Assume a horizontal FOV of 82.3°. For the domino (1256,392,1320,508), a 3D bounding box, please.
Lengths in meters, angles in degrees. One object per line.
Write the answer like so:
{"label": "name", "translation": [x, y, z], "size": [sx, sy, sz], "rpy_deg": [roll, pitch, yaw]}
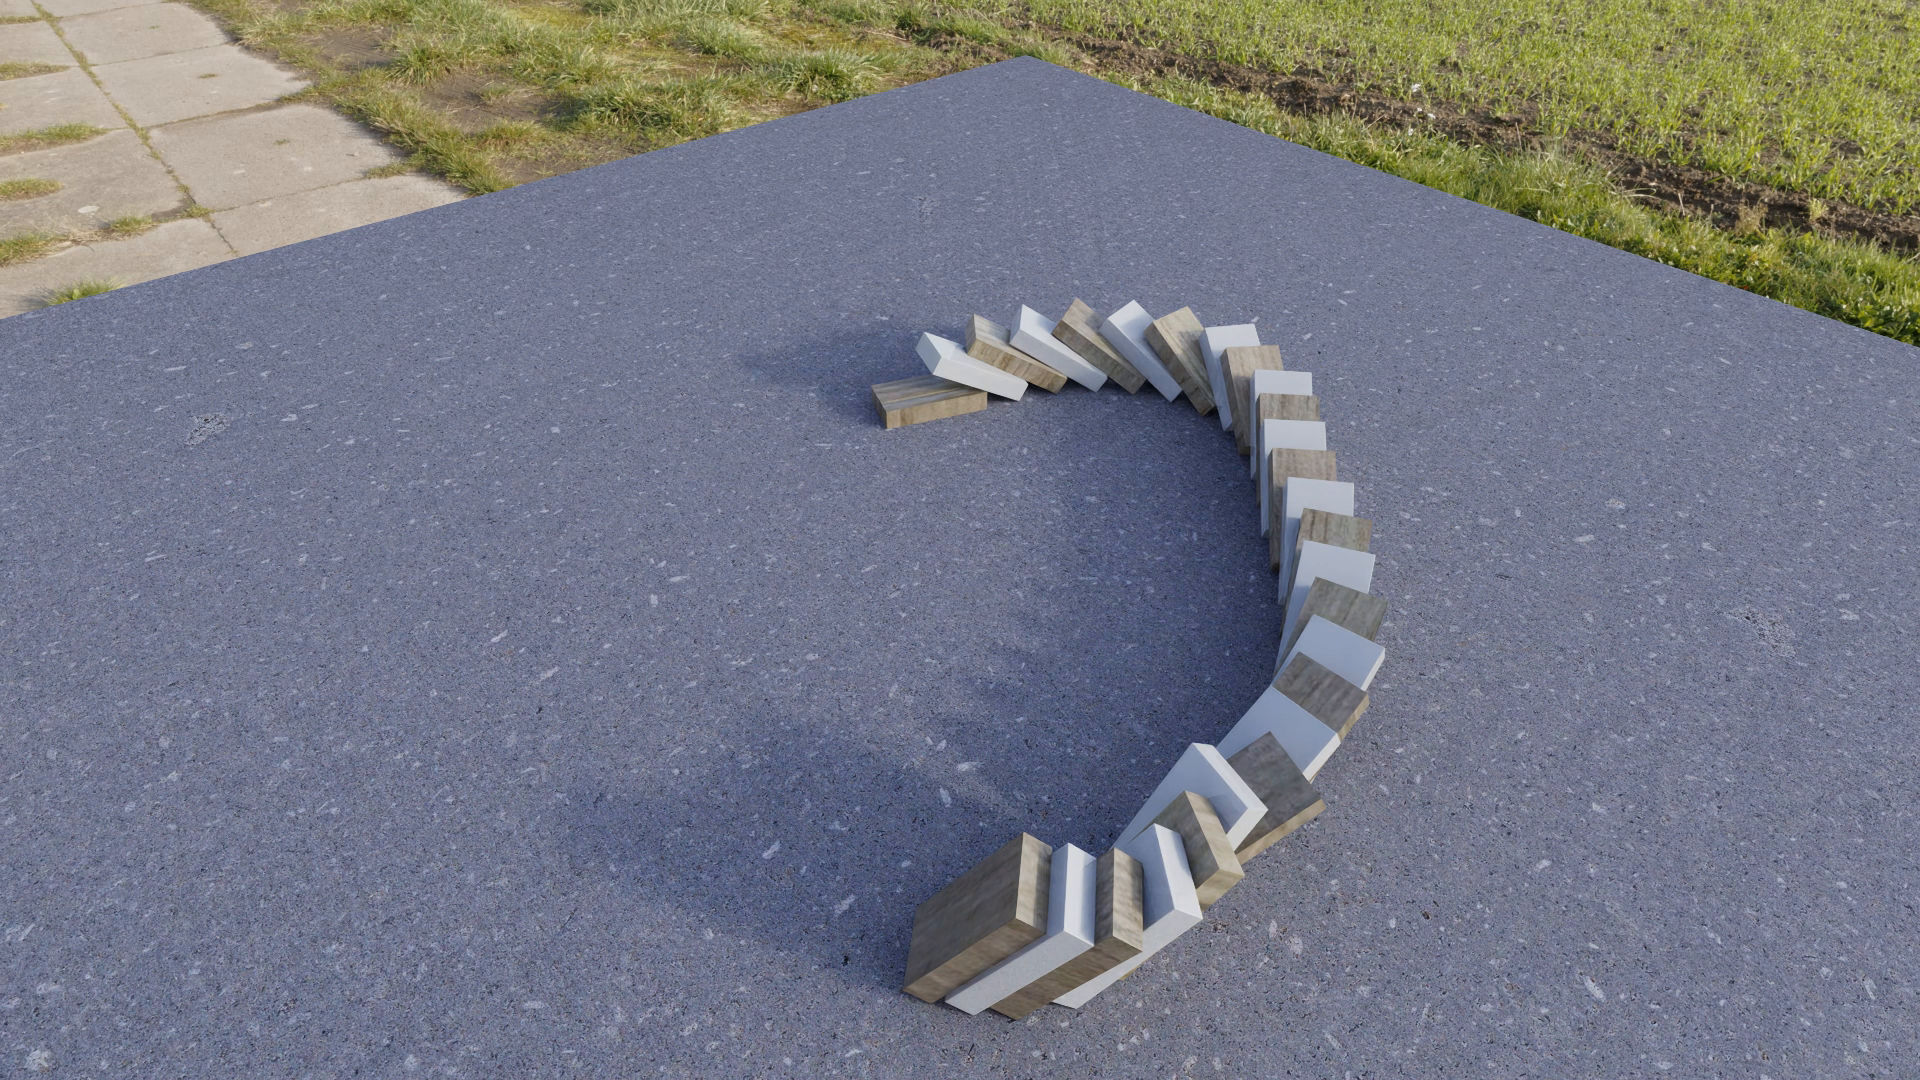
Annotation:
{"label": "domino", "translation": [0.140, -0.038, 0.471], "size": [0.025, 0.010, 0.050], "rpy_deg": [4, 70, 4]}

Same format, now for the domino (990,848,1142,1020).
{"label": "domino", "translation": [0.027, 0.104, 0.288], "size": [0.009, 0.050, 0.025], "rpy_deg": [32, 37, -17]}

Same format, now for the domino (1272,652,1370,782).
{"label": "domino", "translation": [0.104, 0.063, 0.348], "size": [0.025, 0.010, 0.050], "rpy_deg": [35, 80, 34]}

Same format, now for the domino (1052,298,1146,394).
{"label": "domino", "translation": [0.071, -0.096, 0.541], "size": [0.050, 0.010, 0.025], "rpy_deg": [36, 43, -4]}

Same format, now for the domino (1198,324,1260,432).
{"label": "domino", "translation": [0.131, -0.077, 0.517], "size": [0.025, 0.010, 0.050], "rpy_deg": [-7, 71, -11]}

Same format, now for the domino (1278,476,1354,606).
{"label": "domino", "translation": [0.137, 0.001, 0.424], "size": [0.025, 0.009, 0.050], "rpy_deg": [6, 68, 8]}

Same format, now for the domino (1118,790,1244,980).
{"label": "domino", "translation": [0.053, 0.094, 0.299], "size": [0.009, 0.050, 0.025], "rpy_deg": [23, 30, -29]}

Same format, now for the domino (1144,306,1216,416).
{"label": "domino", "translation": [0.113, -0.086, 0.528], "size": [0.025, 0.009, 0.050], "rpy_deg": [-28, 80, -30]}

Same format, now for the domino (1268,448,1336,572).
{"label": "domino", "translation": [0.137, -0.012, 0.440], "size": [0.025, 0.009, 0.050], "rpy_deg": [4, 68, 4]}

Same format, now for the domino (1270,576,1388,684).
{"label": "domino", "translation": [0.125, 0.040, 0.376], "size": [0.025, 0.010, 0.050], "rpy_deg": [21, 74, 24]}

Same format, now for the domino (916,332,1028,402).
{"label": "domino", "translation": [0.006, -0.083, 0.526], "size": [0.050, 0.009, 0.025], "rpy_deg": [12, 30, -32]}

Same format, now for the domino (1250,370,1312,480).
{"label": "domino", "translation": [0.142, -0.050, 0.486], "size": [0.025, 0.010, 0.050], "rpy_deg": [4, 70, 4]}

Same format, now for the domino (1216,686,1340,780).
{"label": "domino", "translation": [0.090, 0.072, 0.337], "size": [0.050, 0.009, 0.025], "rpy_deg": [-47, 53, -6]}

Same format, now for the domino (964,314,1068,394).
{"label": "domino", "translation": [0.027, -0.091, 0.537], "size": [0.050, 0.009, 0.025], "rpy_deg": [21, 35, -18]}

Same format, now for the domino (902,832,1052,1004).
{"label": "domino", "translation": [0.004, 0.101, 0.292], "size": [0.009, 0.050, 0.025], "rpy_deg": [32, 37, -17]}

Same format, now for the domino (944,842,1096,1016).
{"label": "domino", "translation": [0.016, 0.103, 0.289], "size": [0.009, 0.050, 0.025], "rpy_deg": [32, 37, -17]}

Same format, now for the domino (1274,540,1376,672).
{"label": "domino", "translation": [0.130, 0.027, 0.392], "size": [0.025, 0.009, 0.050], "rpy_deg": [13, 71, 16]}

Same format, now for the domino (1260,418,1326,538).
{"label": "domino", "translation": [0.138, -0.025, 0.456], "size": [0.025, 0.010, 0.050], "rpy_deg": [3, 69, 4]}

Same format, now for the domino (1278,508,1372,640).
{"label": "domino", "translation": [0.135, 0.015, 0.407], "size": [0.025, 0.010, 0.050], "rpy_deg": [12, 70, 14]}

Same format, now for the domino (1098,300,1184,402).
{"label": "domino", "translation": [0.094, -0.093, 0.538], "size": [0.050, 0.009, 0.025], "rpy_deg": [46, 51, 6]}

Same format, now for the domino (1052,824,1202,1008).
{"label": "domino", "translation": [0.041, 0.100, 0.292], "size": [0.009, 0.050, 0.025], "rpy_deg": [27, 32, -24]}

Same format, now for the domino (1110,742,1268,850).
{"label": "domino", "translation": [0.062, 0.085, 0.311], "size": [0.010, 0.050, 0.025], "rpy_deg": [15, 26, -40]}

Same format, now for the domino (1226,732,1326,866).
{"label": "domino", "translation": [0.079, 0.081, 0.324], "size": [0.050, 0.010, 0.025], "rpy_deg": [-35, 50, 3]}

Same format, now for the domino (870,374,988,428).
{"label": "domino", "translation": [-0.015, -0.068, 0.527], "size": [0.050, 0.010, 0.025], "rpy_deg": [-13, 41, -16]}

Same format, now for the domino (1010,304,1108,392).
{"label": "domino", "translation": [0.049, -0.094, 0.540], "size": [0.050, 0.010, 0.025], "rpy_deg": [27, 37, -14]}

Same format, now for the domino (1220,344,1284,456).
{"label": "domino", "translation": [0.136, -0.064, 0.502], "size": [0.025, 0.009, 0.050], "rpy_deg": [-4, 70, -6]}

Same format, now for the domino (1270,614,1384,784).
{"label": "domino", "translation": [0.116, 0.052, 0.361], "size": [0.025, 0.010, 0.050], "rpy_deg": [28, 77, 30]}
